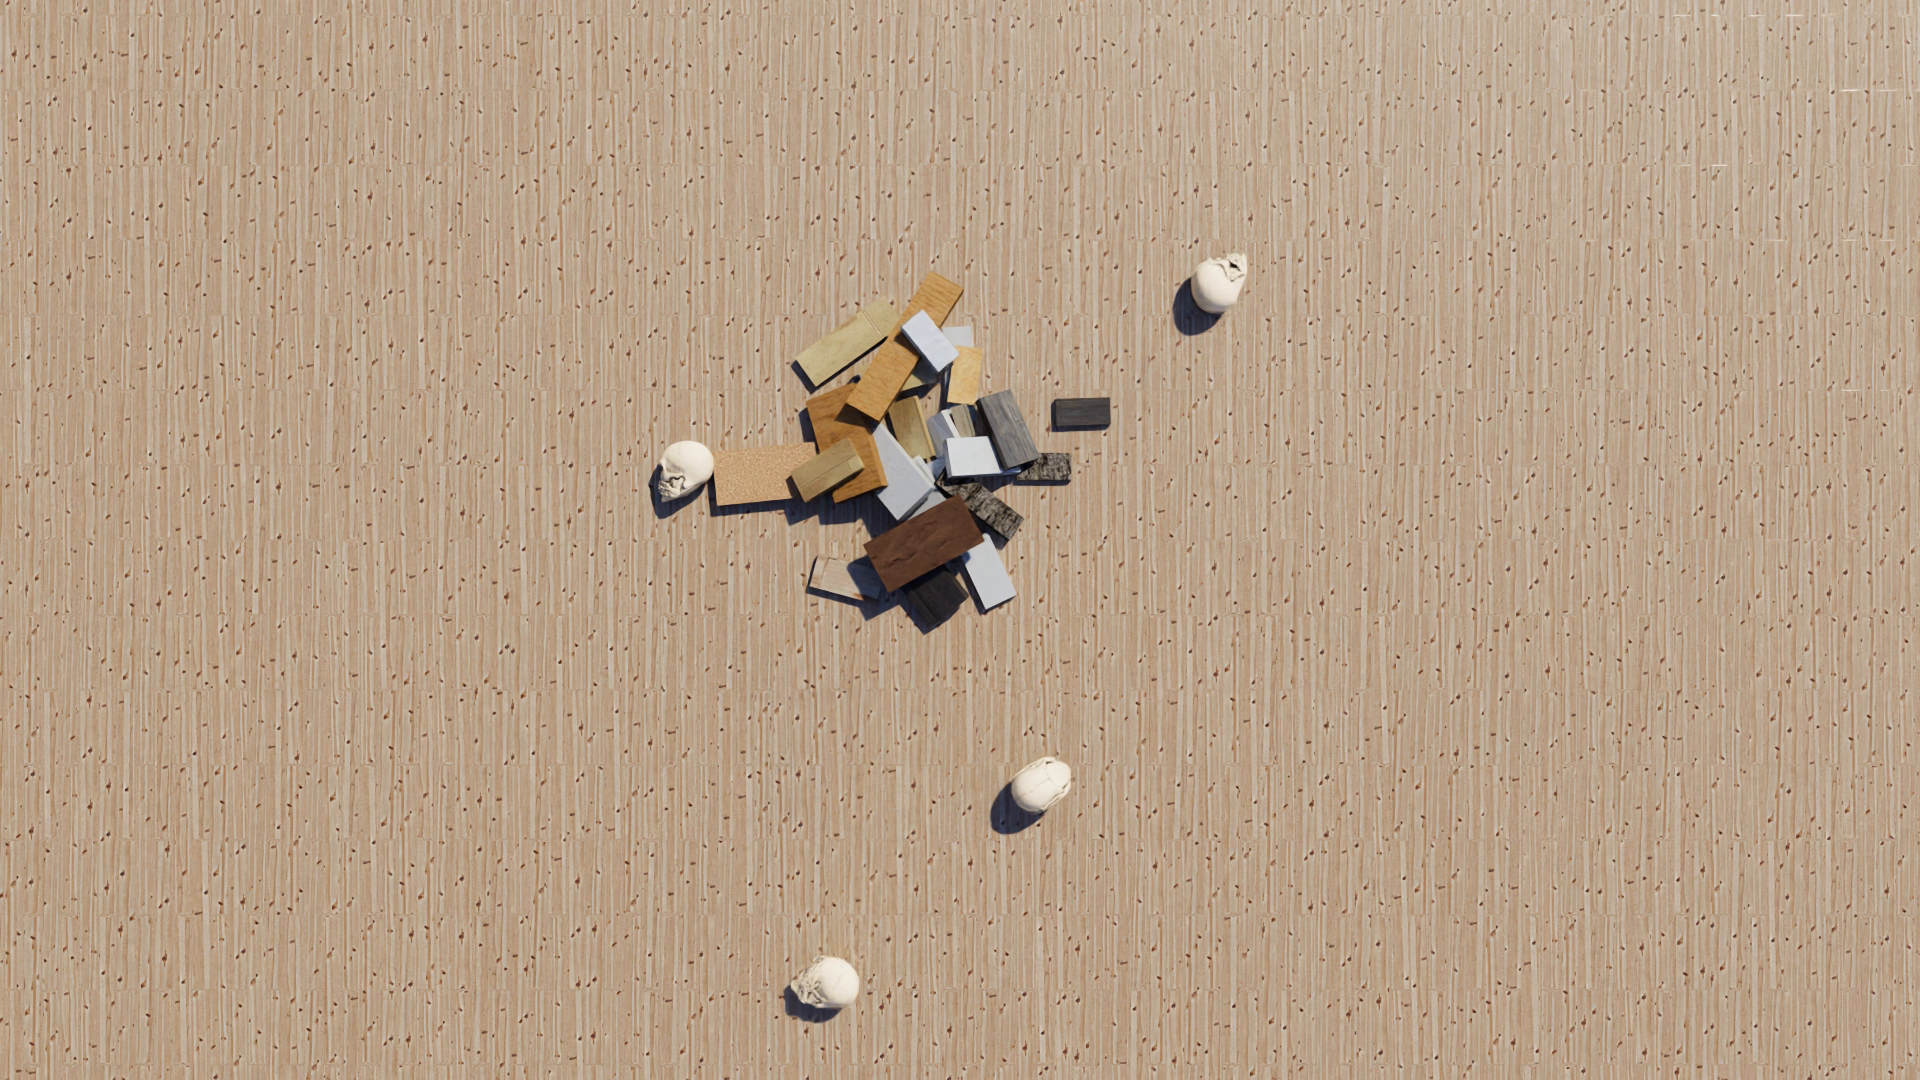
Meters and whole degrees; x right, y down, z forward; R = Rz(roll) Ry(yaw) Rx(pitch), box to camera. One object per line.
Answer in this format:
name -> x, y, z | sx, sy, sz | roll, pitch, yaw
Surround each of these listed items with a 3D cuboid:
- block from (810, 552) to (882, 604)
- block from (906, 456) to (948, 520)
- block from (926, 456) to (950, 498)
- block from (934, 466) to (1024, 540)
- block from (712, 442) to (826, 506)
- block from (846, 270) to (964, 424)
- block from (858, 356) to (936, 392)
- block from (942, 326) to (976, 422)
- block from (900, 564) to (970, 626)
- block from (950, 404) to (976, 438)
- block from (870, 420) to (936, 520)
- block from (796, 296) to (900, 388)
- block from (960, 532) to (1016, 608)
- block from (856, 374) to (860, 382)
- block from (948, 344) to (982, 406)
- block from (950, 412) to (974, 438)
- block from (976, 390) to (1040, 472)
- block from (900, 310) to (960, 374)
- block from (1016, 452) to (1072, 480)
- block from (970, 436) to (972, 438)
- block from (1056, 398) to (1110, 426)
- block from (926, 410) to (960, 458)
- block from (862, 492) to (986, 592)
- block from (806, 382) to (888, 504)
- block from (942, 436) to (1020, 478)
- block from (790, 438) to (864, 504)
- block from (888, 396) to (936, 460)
block -> -0.373, 0.127, 5.484 | 0.229, 0.032, 0.114 | 15, 90, 0
block -> -0.111, -0.104, 5.452 | 0.158, 0.045, 0.316 | -35, 90, 20
block -> -0.055, -0.164, 5.462 | 0.104, 0.029, 0.208 | -23, 94, 20
block -> 0.064, -0.127, 5.439 | 0.318, 0.026, 0.090 | 38, 76, -14
block -> -0.634, -0.220, 5.475 | 0.356, 0.050, 0.178 | -6, 90, 0
block -> -0.179, -0.634, 5.412 | 0.126, 0.036, 0.540 | 30, 76, 7
block -> -0.208, -0.548, 5.450 | 0.237, 0.034, 0.118 | -17, 90, 0
block -> -0.003, -0.551, 5.487 | 0.095, 0.027, 0.315 | -3, 90, 0
block -> -0.129, 0.113, 5.453 | 0.158, 0.045, 0.316 | -39, 90, 19
block -> 0.010, -0.391, 5.441 | 0.055, 0.016, 0.111 | -15, 98, 2
block -> -0.238, -0.233, 5.417 | 0.158, 0.045, 0.316 | -44, 74, 15
block -> -0.366, -0.660, 5.483 | 0.360, 0.034, 0.118 | -35, 90, 0
block -> 0.089, 0.102, 5.484 | 0.114, 0.032, 0.229 | -25, 90, 0
block -> -0.220, -0.561, 5.483 | 0.237, 0.034, 0.118 | -37, 90, 0
block -> 0.017, -0.544, 5.460 | 0.094, 0.027, 0.189 | 8, 90, 0
block -> 0.002, -0.374, 5.472 | 0.055, 0.016, 0.111 | -23, 109, 7
block -> 0.157, -0.364, 5.441 | 0.126, 0.036, 0.251 | -19, 82, -27
block -> -0.099, -0.648, 5.385 | 0.095, 0.027, 0.189 | -41, 97, -16
block -> 0.280, -0.244, 5.487 | 0.181, 0.026, 0.090 | 0, 90, 0
block -> 0.018, -0.299, 5.478 | 0.055, 0.016, 0.111 | -6, 105, 1
block -> 0.409, -0.427, 5.487 | 0.181, 0.026, 0.090 | -2, 90, 0
block -> -0.043, -0.315, 5.457 | 0.104, 0.029, 0.208 | -27, 90, 37
block -> -0.117, 0.009, 5.381 | 0.356, 0.050, 0.178 | -28, 91, 3
block -> -0.372, -0.317, 5.421 | 0.178, 0.050, 0.356 | -20, 82, 20
block -> 0.071, -0.274, 5.420 | 0.251, 0.036, 0.126 | -5, 80, -26
block -> -0.433, -0.228, 5.392 | 0.229, 0.032, 0.114 | -30, 78, 15
block -> -0.162, -0.363, 5.466 | 0.104, 0.029, 0.208 | -17, 90, 23
